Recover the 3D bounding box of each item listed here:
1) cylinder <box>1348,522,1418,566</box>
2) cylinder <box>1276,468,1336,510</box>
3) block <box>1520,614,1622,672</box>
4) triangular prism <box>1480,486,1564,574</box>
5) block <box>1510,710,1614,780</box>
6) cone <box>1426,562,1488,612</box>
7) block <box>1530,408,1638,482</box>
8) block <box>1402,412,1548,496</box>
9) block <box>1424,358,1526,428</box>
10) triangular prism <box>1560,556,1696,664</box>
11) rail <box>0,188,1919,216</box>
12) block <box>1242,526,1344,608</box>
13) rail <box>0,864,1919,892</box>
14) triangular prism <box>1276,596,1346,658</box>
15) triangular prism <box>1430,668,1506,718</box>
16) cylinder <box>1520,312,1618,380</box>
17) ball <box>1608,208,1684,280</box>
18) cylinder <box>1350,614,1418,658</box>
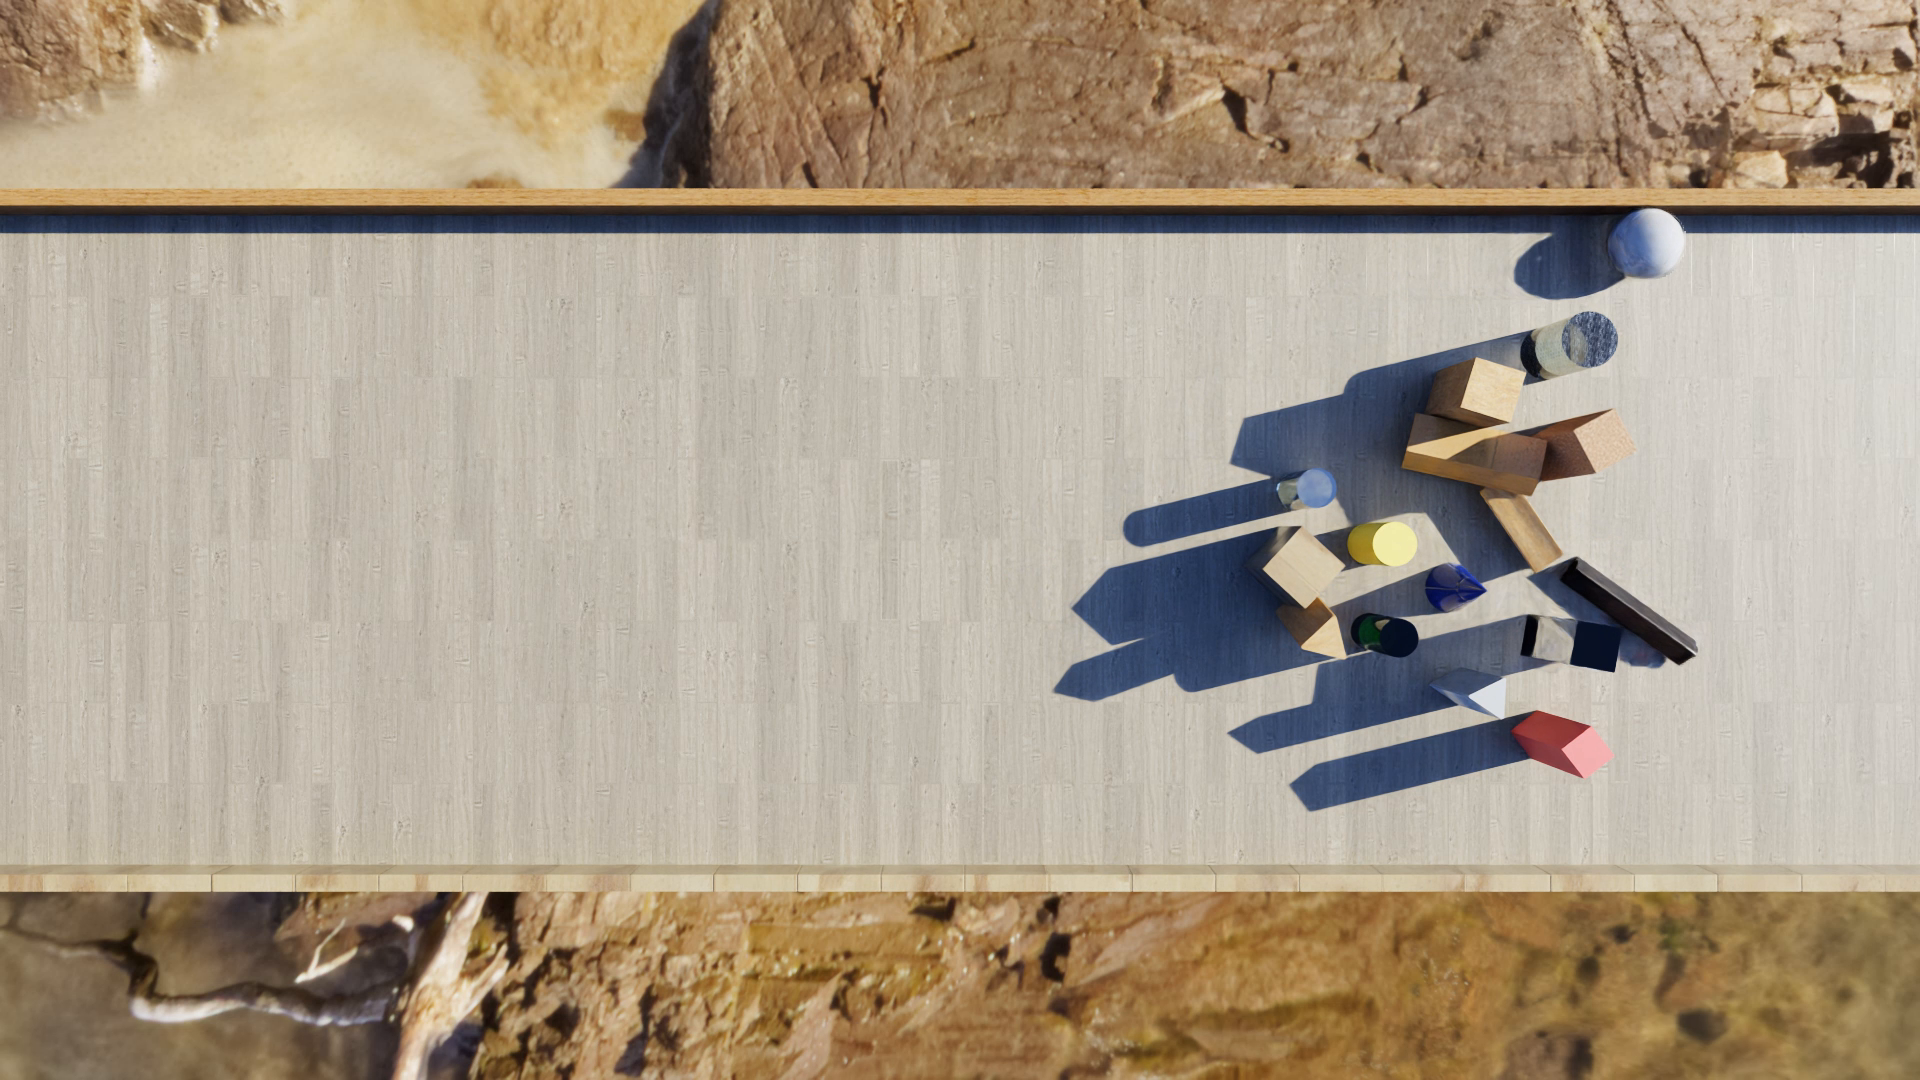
[{"bbox_3d":[1.256,0.012,4.918,0.128,0.317,0.128,0,90,0],"label":"cylinder"},{"bbox_3d":[1.033,-0.150,4.925,0.116,0.304,0.116,0,90,0],"label":"cylinder"},{"bbox_3d":[1.799,0.301,4.870,0.129,0.412,0.129,10,90,0],"label":"block"},{"bbox_3d":[1.685,-0.044,5.006,0.094,0.108,0.301,-34,90,-35],"label":"triangular prism"},{"bbox_3d":[1.767,0.598,4.858,0.107,0.437,0.107,-38,90,0],"label":"block"},{"bbox_3d":[1.508,0.146,4.896,0.154,0.361,0.154,0,90,0],"label":"cone"},{"bbox_3d":[1.828,-0.278,4.883,0.138,0.380,0.138,-28,90,-3],"label":"block"},{"bbox_3d":[1.542,-0.257,4.953,0.388,0.129,0.129,14,72,13],"label":"block"},{"bbox_3d":[1.519,-0.428,4.886,0.149,0.382,0.149,17,90,0],"label":"block"},{"bbox_3d":[2.046,0.216,5.022,0.439,0.078,0.090,36,90,4],"label":"triangular prism"},{"bbox_3d":[-2.247,-1.025,5.002,12.000,0.150,0.050,0,90,0],"label":"rail"},{"bbox_3d":[0.987,0.078,4.907,0.169,0.337,0.169,43,90,0],"label":"block"},{"bbox_3d":[-2.247,1.025,5.001,12.000,0.150,0.050,0,90,0],"label":"rail"},{"bbox_3d":[1.042,0.226,4.850,0.130,0.436,0.112,14,101,-2],"label":"triangular prism"},{"bbox_3d":[1.520,0.434,4.877,0.115,0.398,0.100,34,90,0],"label":"triangular prism"},{"bbox_3d":[1.805,-0.575,4.902,0.162,0.349,0.162,0,90,0],"label":"cylinder"},{"bbox_3d":[2.066,-0.893,4.970,0.213,0.213,0.213,0,90,0],"label":"ball"},{"bbox_3d":[1.259,0.281,4.902,0.112,0.348,0.112,0,90,0],"label":"cylinder"}]
